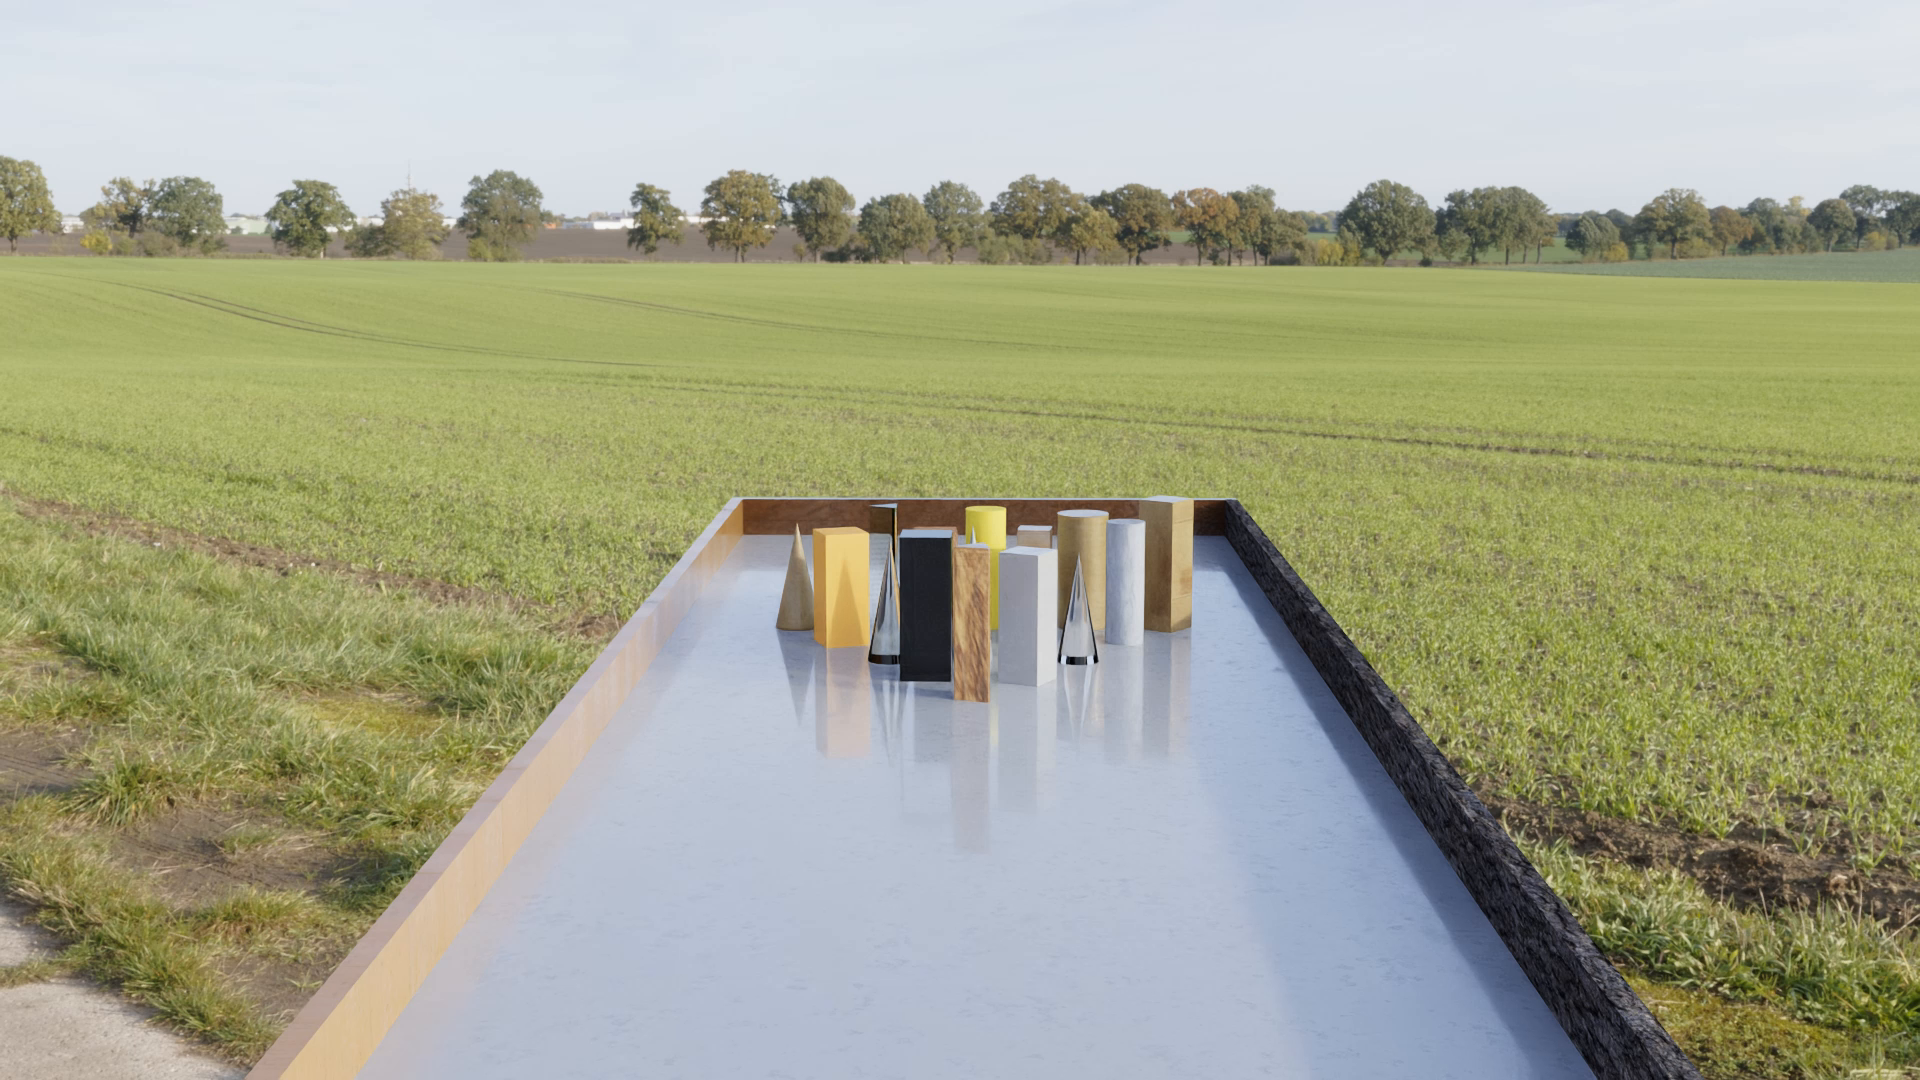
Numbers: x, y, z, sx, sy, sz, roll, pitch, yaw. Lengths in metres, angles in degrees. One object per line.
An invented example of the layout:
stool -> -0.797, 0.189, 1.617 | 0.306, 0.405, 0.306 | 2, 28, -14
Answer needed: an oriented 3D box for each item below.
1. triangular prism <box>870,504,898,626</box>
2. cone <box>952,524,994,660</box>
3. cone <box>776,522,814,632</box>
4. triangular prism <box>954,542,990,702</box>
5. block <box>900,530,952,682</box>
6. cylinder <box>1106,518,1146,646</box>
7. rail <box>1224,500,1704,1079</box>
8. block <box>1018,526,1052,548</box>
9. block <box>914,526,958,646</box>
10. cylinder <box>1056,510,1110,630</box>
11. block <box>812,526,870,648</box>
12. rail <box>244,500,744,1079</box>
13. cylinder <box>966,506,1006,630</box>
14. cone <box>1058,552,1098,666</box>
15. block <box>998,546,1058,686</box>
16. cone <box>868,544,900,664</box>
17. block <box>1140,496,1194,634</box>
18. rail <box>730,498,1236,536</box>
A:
triangular prism -> -0.230, 0.082, 7.219 | 0.102, 0.398, 0.088 | 5, 10, 29
cone -> 0.039, 0.158, 6.686 | 0.126, 0.415, 0.126 | 0, 9, 0
cone -> -0.531, 0.113, 7.188 | 0.149, 0.348, 0.149 | 0, 9, 0
triangular prism -> 0.050, 0.229, 6.168 | 0.105, 0.436, 0.091 | 4, 10, 21
block -> -0.098, 0.191, 6.446 | 0.148, 0.425, 0.148 | 0, 9, 2
cylinder -> 0.521, 0.132, 6.943 | 0.123, 0.386, 0.123 | 0, 9, 0
rail -> 1.046, 0.843, 3.208 | 0.050, 0.150, 12.000 | 0, 9, 1
block -> 0.236, 0.141, 6.958 | 0.103, 0.363, 0.103 | 1, 9, 6
block -> -0.076, 0.147, 6.931 | 0.132, 0.361, 0.132 | 0, 9, -2
cylinder -> 0.402, 0.098, 7.196 | 0.169, 0.374, 0.169 | 0, 9, 0
block -> -0.374, 0.148, 6.935 | 0.141, 0.357, 0.141 | -3, 10, -20
rail -> -1.004, 0.839, 3.234 | 0.050, 0.150, 12.000 | 0, 9, 1
cylinder -> 0.084, 0.090, 7.196 | 0.133, 0.390, 0.133 | 0, 9, 0
cone -> 0.359, 0.201, 6.666 | 0.128, 0.336, 0.128 | 0, 9, 0
block -> 0.197, 0.220, 6.393 | 0.126, 0.384, 0.126 | 5, 10, 28
cone -> -0.212, 0.181, 6.678 | 0.140, 0.371, 0.140 | 0, 9, 0
block -> 0.670, 0.077, 7.163 | 0.127, 0.426, 0.127 | 7, 11, 37
rail -> 0.099, -0.098, 9.147 | 2.100, 0.150, 0.050 | 0, 9, 1
